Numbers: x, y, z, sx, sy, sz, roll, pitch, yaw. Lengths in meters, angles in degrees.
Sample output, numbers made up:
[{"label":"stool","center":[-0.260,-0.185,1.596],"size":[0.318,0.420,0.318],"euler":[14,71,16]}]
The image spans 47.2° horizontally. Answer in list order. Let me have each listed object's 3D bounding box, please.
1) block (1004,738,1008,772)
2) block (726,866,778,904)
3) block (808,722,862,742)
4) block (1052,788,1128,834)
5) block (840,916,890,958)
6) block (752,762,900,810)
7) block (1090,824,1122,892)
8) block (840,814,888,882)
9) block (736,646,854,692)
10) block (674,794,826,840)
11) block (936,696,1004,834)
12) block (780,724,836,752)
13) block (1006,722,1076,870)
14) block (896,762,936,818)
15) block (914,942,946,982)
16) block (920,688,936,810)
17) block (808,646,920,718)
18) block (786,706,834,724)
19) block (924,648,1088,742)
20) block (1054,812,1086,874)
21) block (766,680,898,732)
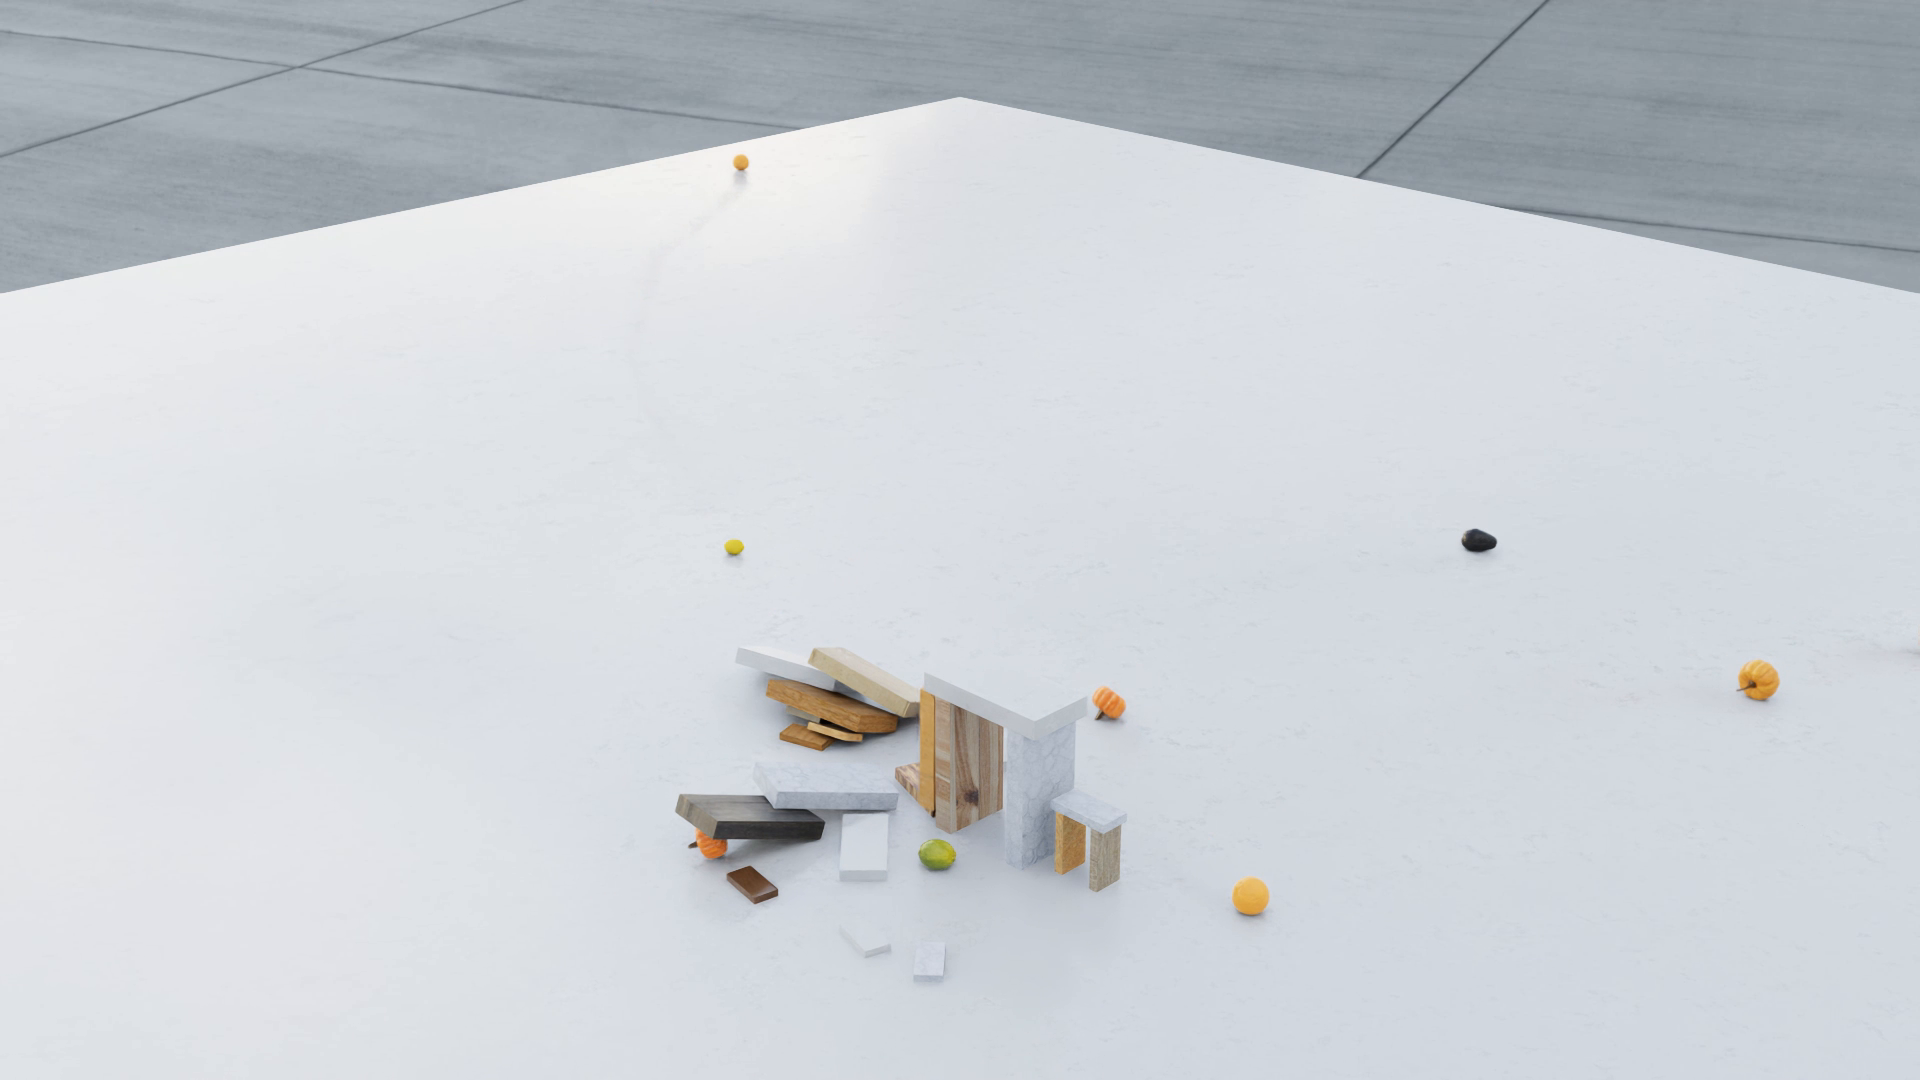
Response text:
[{"label":"block","center":[0.070,0.460,4.643],"size":[0.181,0.026,0.090],"euler":[-11,25,-25]},{"label":"block","center":[-0.396,0.657,4.193],"size":[0.053,0.015,0.105],"euler":[-16,27,-32]},{"label":"block","center":[-0.268,0.411,4.725],"size":[0.109,0.015,0.054],"euler":[13,3,36]},{"label":"block","center":[0.245,0.515,4.182],"size":[0.133,0.019,0.067],"euler":[21,31,41]},{"label":"block","center":[-0.174,0.727,4.028],"size":[0.053,0.015,0.105],"euler":[-12,26,-27]},{"label":"block","center":[-0.272,0.498,4.458],"size":[0.267,0.038,0.134],"euler":[4,19,-28]},{"label":"block","center":[0.276,0.597,4.183],"size":[0.019,0.133,0.067],"euler":[21,31,41]},{"label":"block","center":[-0.187,0.602,4.309],"size":[0.090,0.026,0.213],"euler":[0,23,-1]},{"label":"block","center":[-0.360,0.290,4.960],"size":[0.264,0.037,0.132],"euler":[14,4,27]},{"label":"block","center":[-0.410,0.543,4.315],"size":[0.267,0.038,0.134],"euler":[7,13,-43]},{"label":"block","center":[0.019,0.425,4.382],"size":[0.148,0.295,0.042],"euler":[-20,30,-39]},{"label":"block","center":[-0.329,0.425,4.740],"size":[0.109,0.015,0.054],"euler":[12,26,27]},{"label":"block","center":[0.157,0.478,4.256],"size":[0.042,0.295,0.148],"euler":[21,31,41]},{"label":"block","center":[-0.055,0.509,4.527],"size":[0.090,0.026,0.181],"euler":[-11,25,-24]},{"label":"block","center":[-0.054,0.759,3.954],"size":[0.053,0.015,0.105],"euler":[1,23,2]},{"label":"block","center":[-0.025,0.398,4.419],"size":[0.037,0.264,0.132],"euler":[18,29,34]},{"label":"block","center":[-0.194,0.311,4.840],"size":[0.264,0.037,0.132],"euler":[28,10,23]},{"label":"block","center":[-0.324,0.382,4.801],"size":[0.109,0.015,0.054],"euler":[13,3,42]},{"label":"block","center":[0.087,0.296,4.253],"size":[0.295,0.042,0.148],"euler":[21,31,40]},{"label":"block","center":[0.214,0.573,4.241],"size":[0.019,0.133,0.067],"euler":[21,31,41]},{"label":"block","center":[-0.280,0.362,4.797],"size":[0.267,0.038,0.134],"euler":[18,6,35]}]
